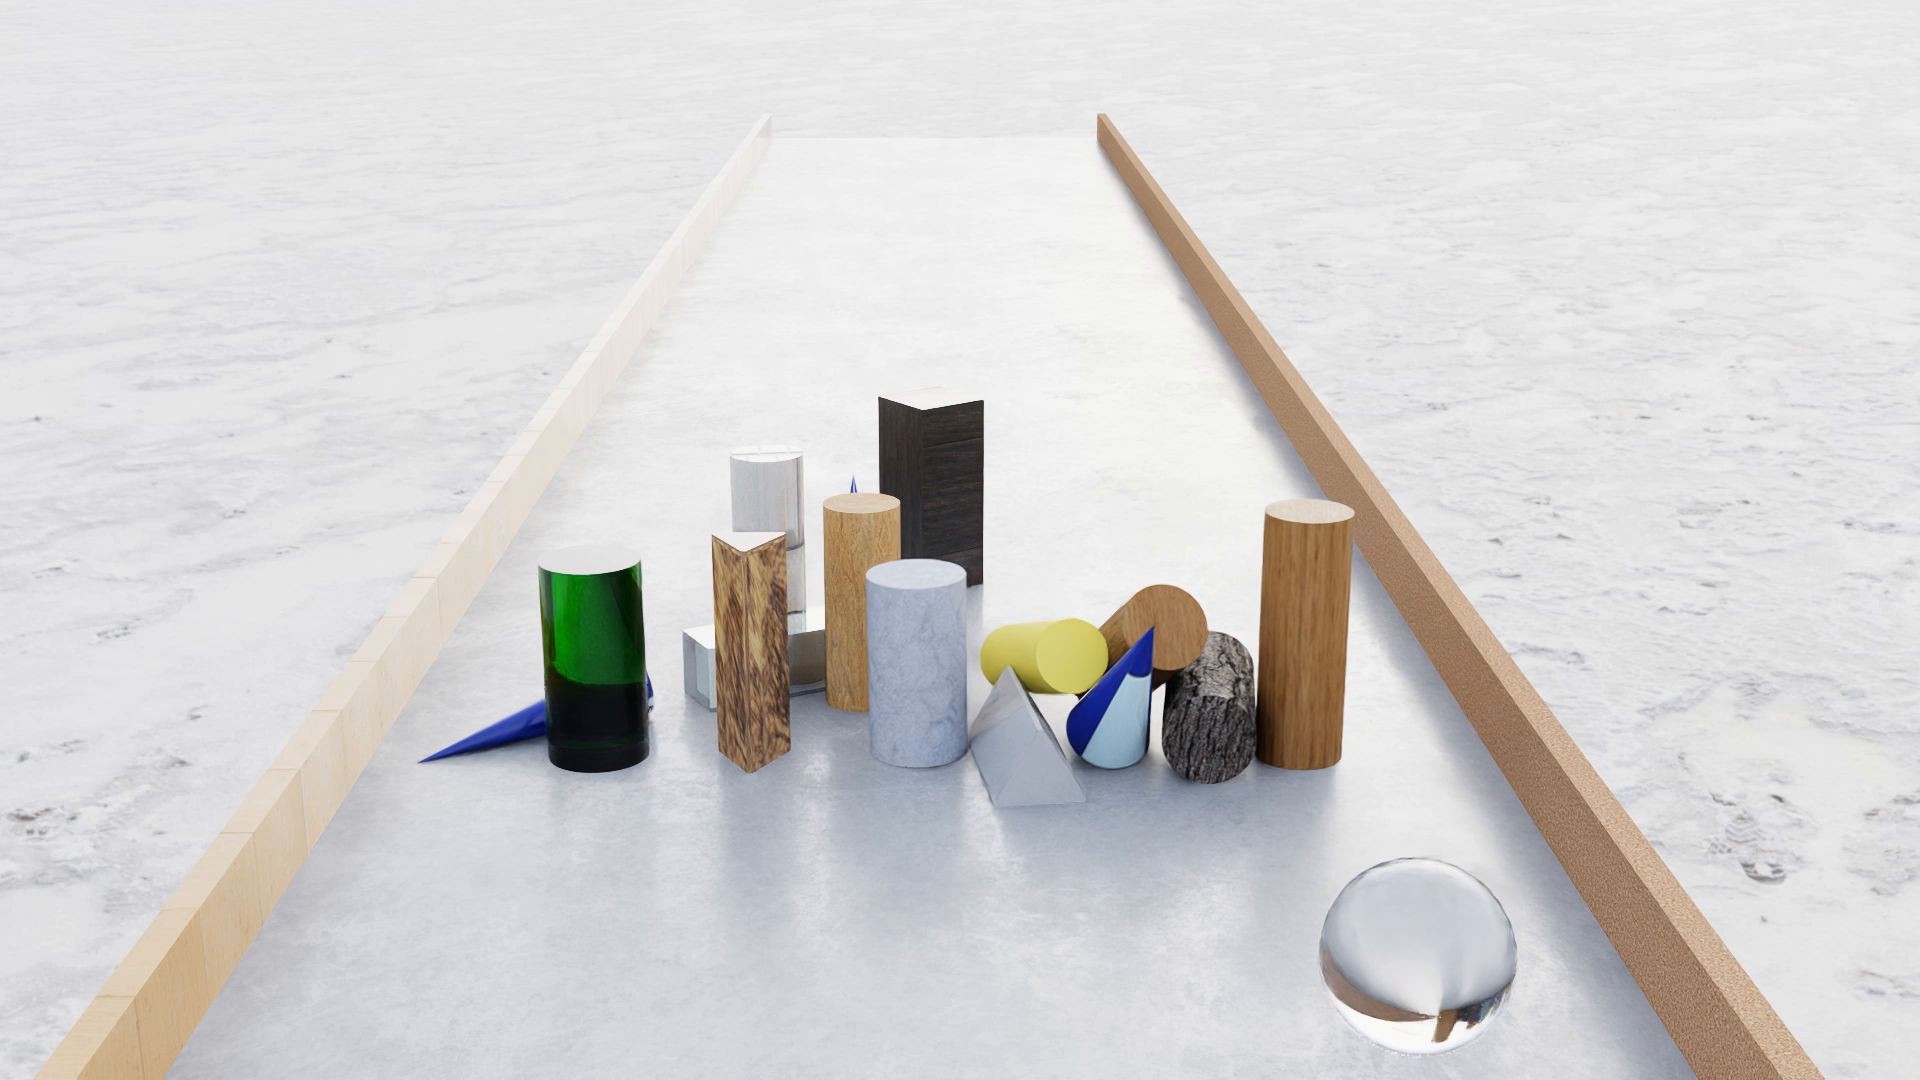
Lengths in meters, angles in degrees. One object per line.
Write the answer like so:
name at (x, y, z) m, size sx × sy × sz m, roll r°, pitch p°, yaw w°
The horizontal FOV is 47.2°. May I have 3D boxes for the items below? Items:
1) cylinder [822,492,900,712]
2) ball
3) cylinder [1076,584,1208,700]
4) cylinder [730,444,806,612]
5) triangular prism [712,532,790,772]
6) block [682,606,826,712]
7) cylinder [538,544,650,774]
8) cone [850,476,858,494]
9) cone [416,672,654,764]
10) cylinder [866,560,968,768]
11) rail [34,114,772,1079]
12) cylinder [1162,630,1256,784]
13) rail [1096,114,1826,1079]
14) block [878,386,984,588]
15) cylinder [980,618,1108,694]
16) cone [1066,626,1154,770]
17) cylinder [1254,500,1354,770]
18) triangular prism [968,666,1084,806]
cylinder at (-0.183, 0.117, 4.150) m, size 0.144 × 0.389 × 0.144 m, roll 0°, pitch 17°, yaw 0°
ball at (0.607, 0.551, 2.919) m, size 0.259 × 0.259 × 0.259 m, roll 0°, pitch 17°, yaw 0°
cylinder at (0.318, 0.202, 3.972) m, size 0.154 × 0.154 × 0.369 m, roll -4°, pitch -15°, yaw -13°
cylinder at (-0.380, 0.032, 4.372) m, size 0.145 × 0.425 × 0.145 m, roll 0°, pitch 17°, yaw 0°
triangular prism at (-0.353, 0.190, 3.874) m, size 0.111 × 0.407 × 0.128 m, roll -10°, pitch 19°, yaw -29°
block at (-0.339, 0.223, 4.255) m, size 0.370 × 0.127 × 0.127 m, roll -9°, pitch 19°, yaw -28°
cylinder at (-0.646, 0.208, 3.887) m, size 0.180 × 0.365 × 0.180 m, roll 0°, pitch 17°, yaw 0°
cone at (-0.224, 0.006, 4.668) m, size 0.116 × 0.308 × 0.116 m, roll 0°, pitch 17°, yaw 0°
cone at (-0.783, 0.332, 4.006) m, size 0.447 × 0.118 × 0.118 m, roll -19°, pitch 24°, yaw -30°
cylinder at (-0.075, 0.218, 3.911) m, size 0.176 × 0.331 × 0.176 m, roll -1°, pitch 16°, yaw 0°
rail at (-1.118, -0.838, 7.780) m, size 0.050 × 0.150 × 12.000 m, roll 0°, pitch 17°, yaw -1°
cylinder at (0.448, 0.295, 3.946) m, size 0.164 × 0.164 × 0.342 m, roll 2°, pitch 17°, yaw 7°
rail at (0.932, -0.844, 7.801) m, size 0.050 × 0.150 × 12.000 m, roll 0°, pitch 17°, yaw -1°
block at (-0.063, -0.109, 4.856) m, size 0.165 × 0.420 × 0.165 m, roll -12°, pitch 20°, yaw -35°
cylinder at (0.150, 0.216, 4.049) m, size 0.132 × 0.132 × 0.394 m, roll -4°, pitch -3°, yaw -14°
cone at (0.292, 0.240, 3.766) m, size 0.154 × 0.354 × 0.154 m, roll 5°, pitch 54°, yaw -8°
cylinder at (0.605, 0.166, 3.873) m, size 0.155 × 0.452 × 0.155 m, roll 0°, pitch 17°, yaw 0°
triangular prism at (0.112, 0.336, 3.847) m, size 0.155 × 0.135 × 0.320 m, roll -3°, pitch 17°, yaw -8°
